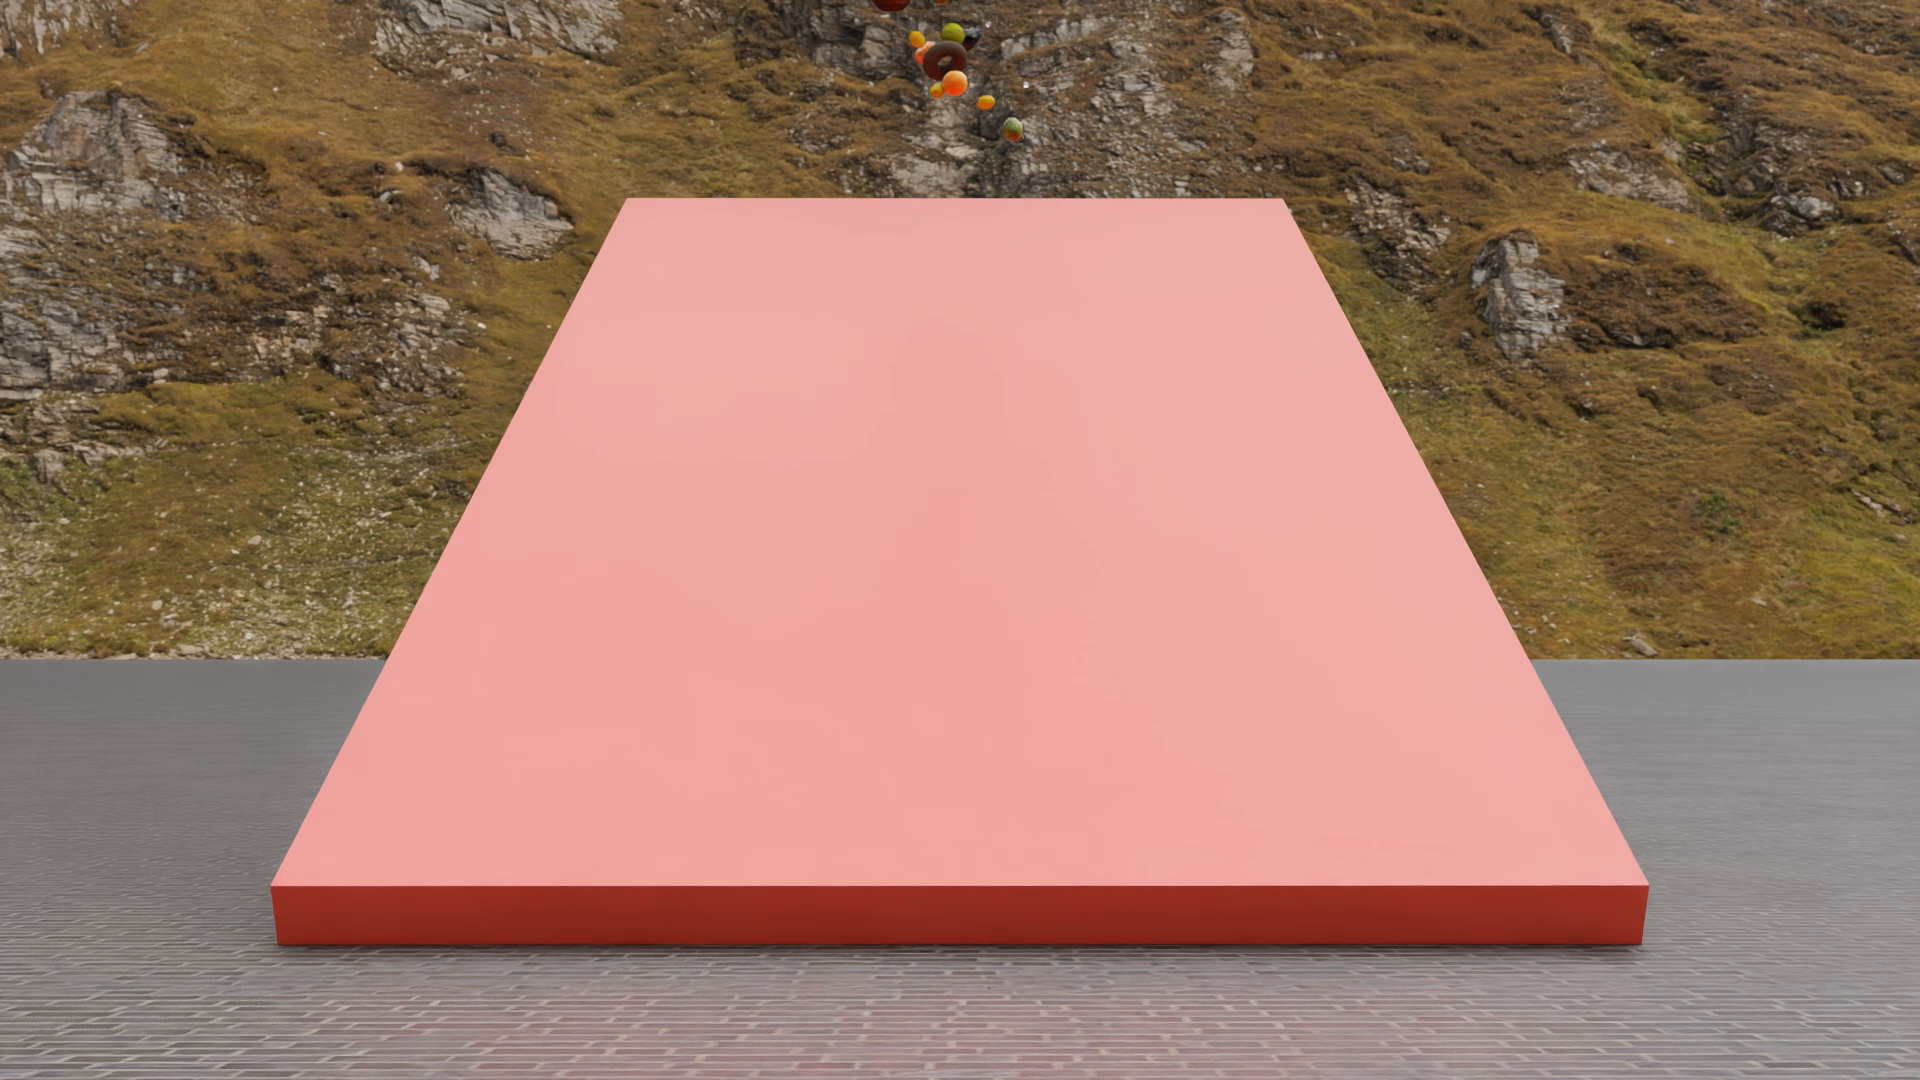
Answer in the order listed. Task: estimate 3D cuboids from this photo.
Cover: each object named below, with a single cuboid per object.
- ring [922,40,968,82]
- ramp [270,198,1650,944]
[{"bbox_3d":[-0.043,-1.388,6.683,0.135,0.045,0.135,-14,-37,-11],"label":"ring"},{"bbox_3d":[-0.007,-0.224,5.210,2.000,0.100,4.000,0,23,0],"label":"ramp"}]
